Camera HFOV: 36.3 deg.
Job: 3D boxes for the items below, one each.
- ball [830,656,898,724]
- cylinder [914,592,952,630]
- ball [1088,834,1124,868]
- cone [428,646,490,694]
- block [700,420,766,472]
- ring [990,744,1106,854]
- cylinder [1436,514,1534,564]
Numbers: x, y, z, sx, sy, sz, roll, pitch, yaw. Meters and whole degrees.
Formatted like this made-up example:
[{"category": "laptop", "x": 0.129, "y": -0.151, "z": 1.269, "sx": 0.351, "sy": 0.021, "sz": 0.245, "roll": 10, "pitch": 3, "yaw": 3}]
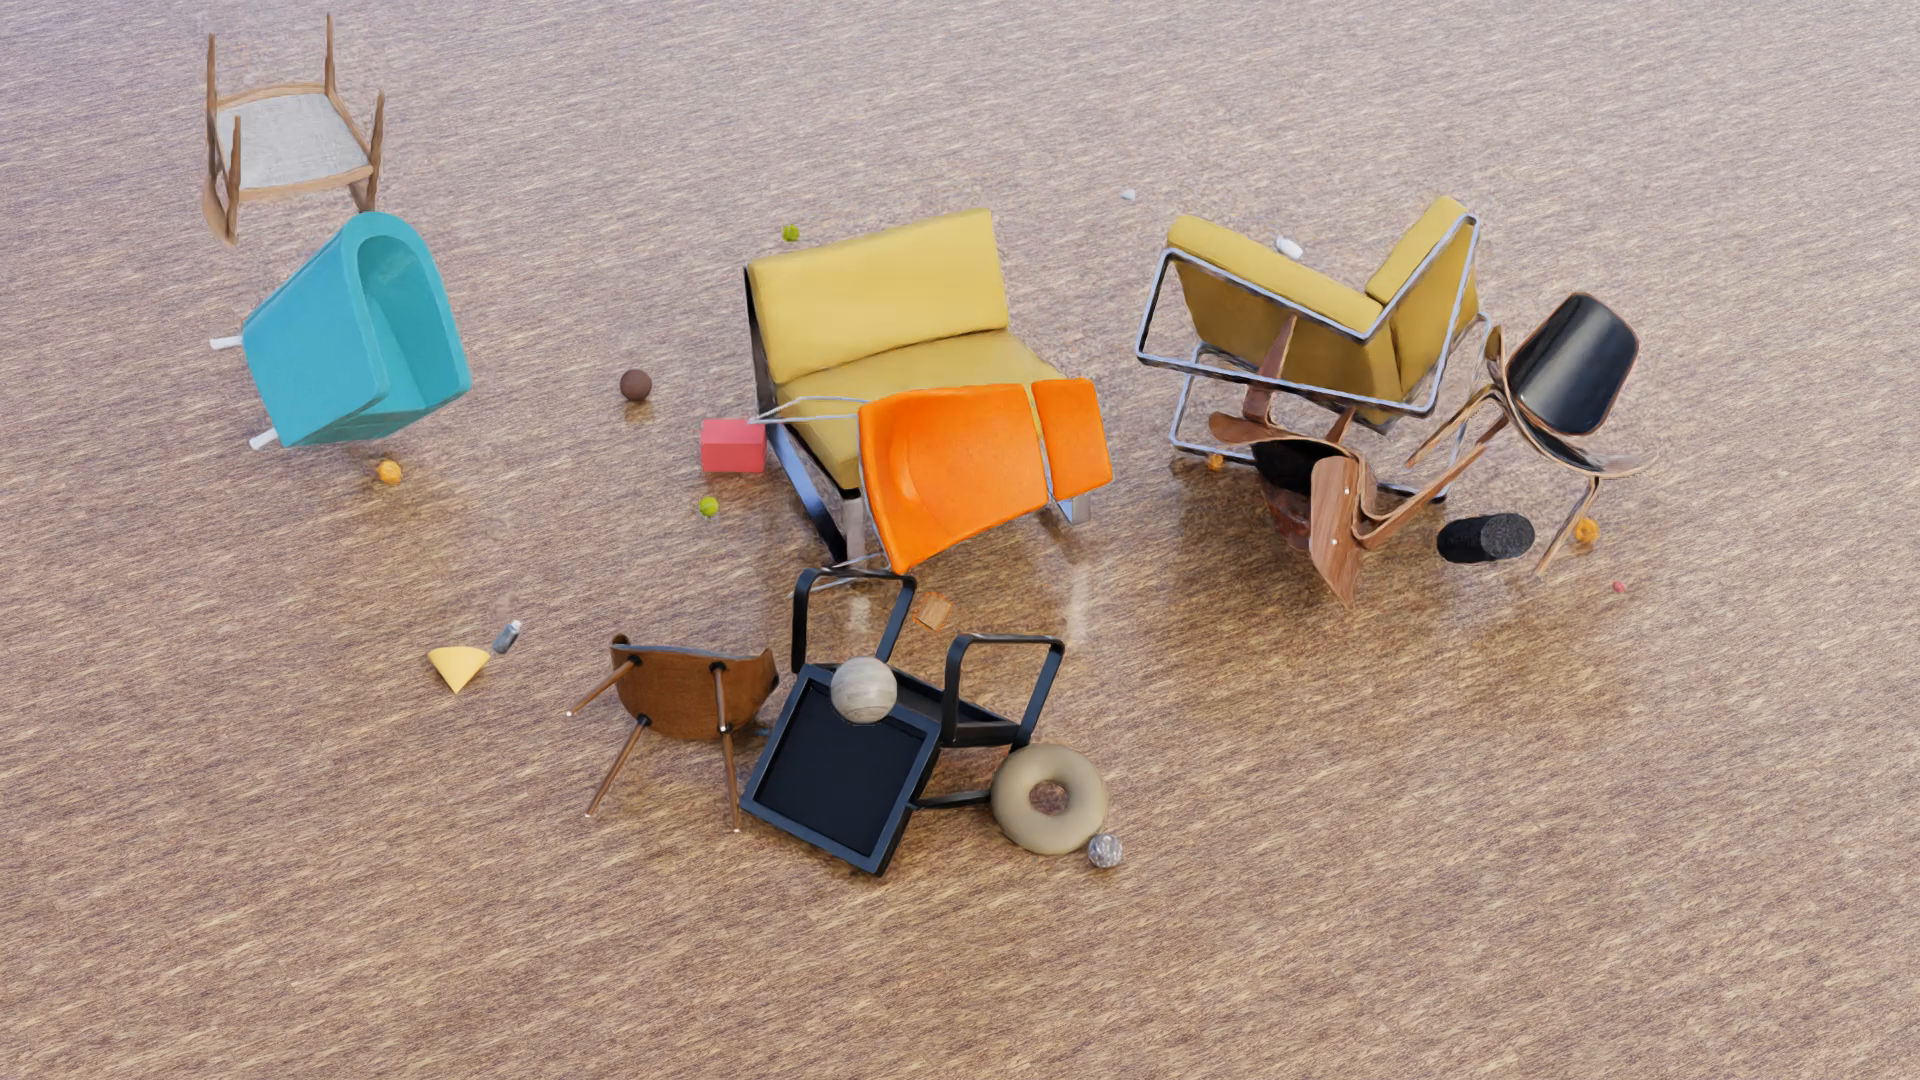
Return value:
[{"category": "ball", "x": -0.287, "y": 0.448, "z": 8.747, "sx": 0.202, "sy": 0.202, "sz": 0.202, "roll": 0, "pitch": 33, "yaw": 0}, {"category": "cylinder", "x": -0.082, "y": 0.223, "z": 9.094, "sx": 0.082, "sy": 0.093, "sz": 0.043, "roll": 33, "pitch": -6, "yaw": 0}, {"category": "ball", "x": 0.464, "y": 0.991, "z": 9.340, "sx": 0.111, "sy": 0.111, "sz": 0.111, "roll": 0, "pitch": 33, "yaw": 0}, {"category": "cone", "x": -1.746, "y": 0.469, "z": 10.187, "sx": 0.217, "sy": 0.102, "sz": 0.170, "roll": 1, "pitch": 50, "yaw": -6}, {"category": "block", "x": -0.875, "y": -0.364, "z": 11.346, "sx": 0.238, "sy": 0.145, "sz": 0.146, "roll": 1, "pitch": 42, "yaw": 1}, {"category": "ring", "x": 0.286, "y": 0.837, "z": 9.510, "sx": 0.374, "sy": 0.092, "sz": 0.429, "roll": -17, "pitch": 52, "yaw": -8}, {"category": "cylinder", "x": 1.865, "y": -0.004, "z": 10.412, "sx": 0.235, "sy": 0.161, "sz": 0.265, "roll": -7, "pitch": -1, "yaw": -26}]
